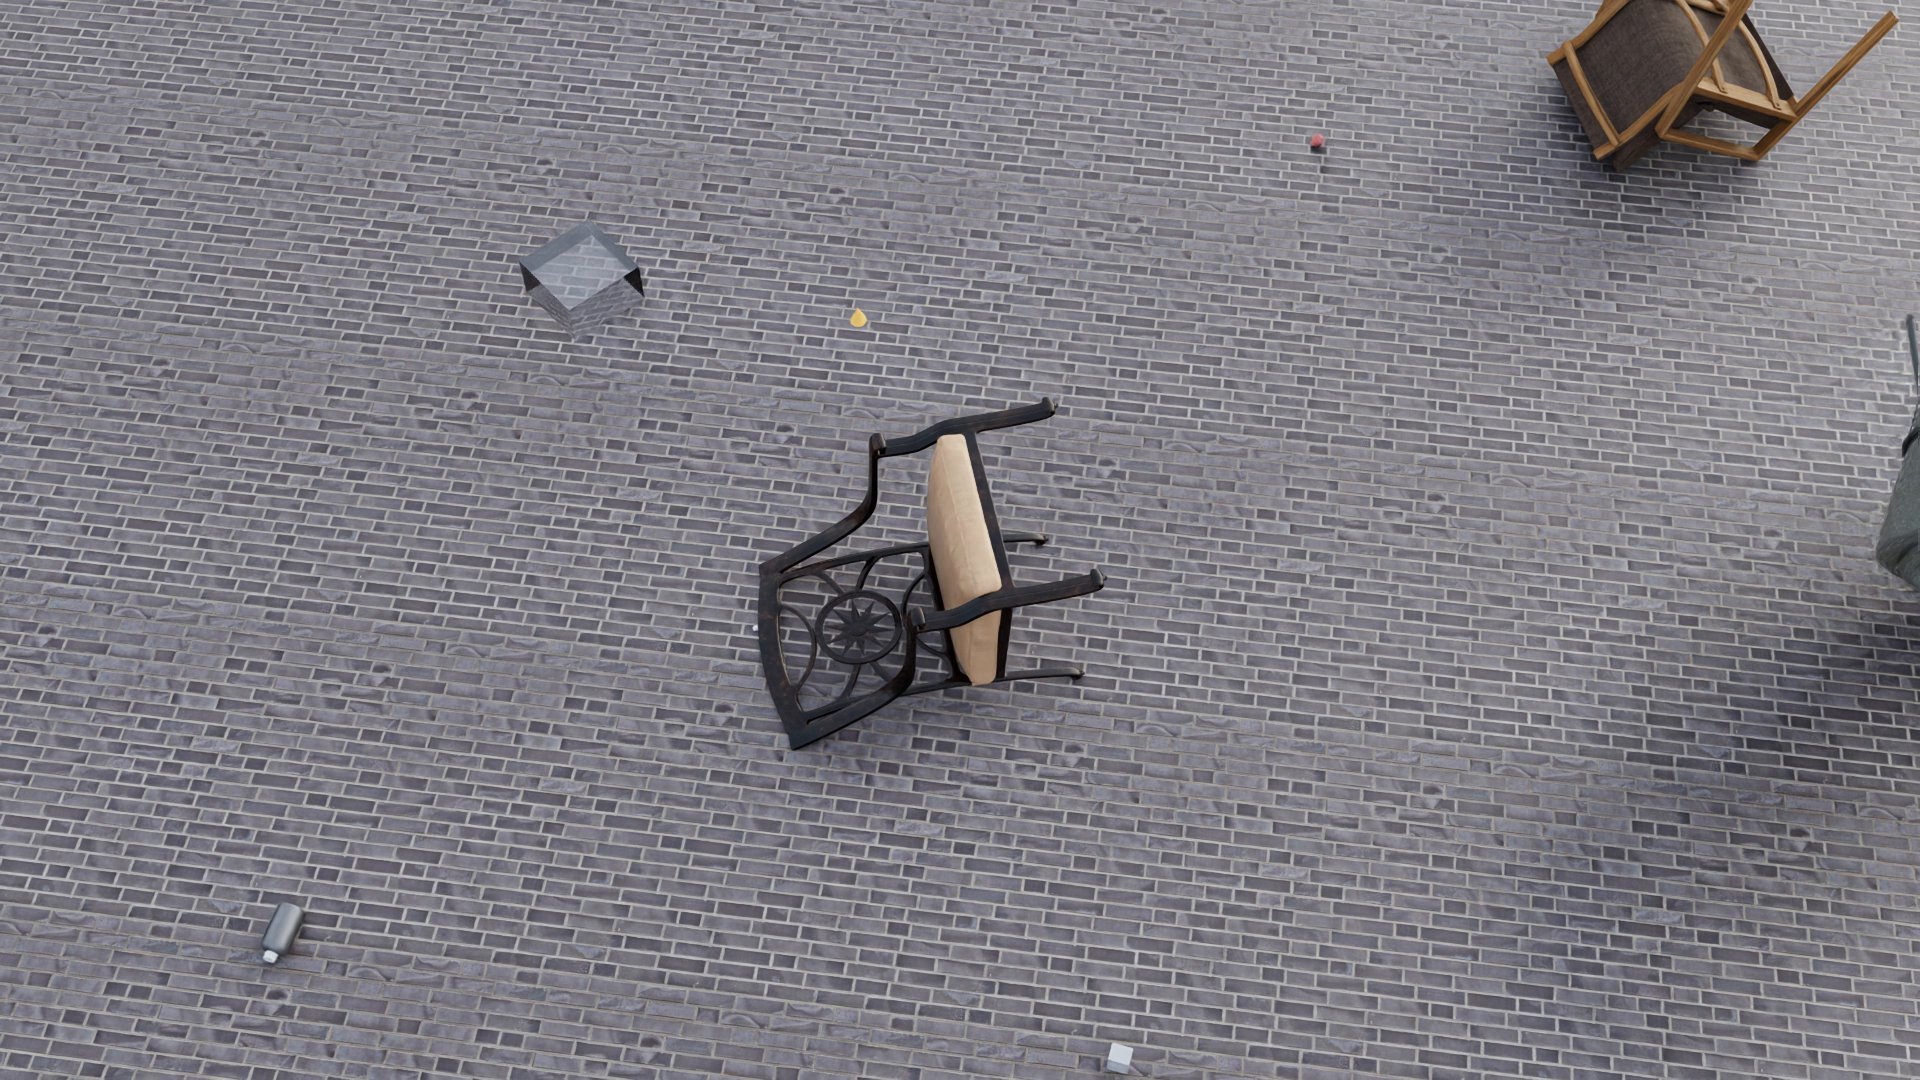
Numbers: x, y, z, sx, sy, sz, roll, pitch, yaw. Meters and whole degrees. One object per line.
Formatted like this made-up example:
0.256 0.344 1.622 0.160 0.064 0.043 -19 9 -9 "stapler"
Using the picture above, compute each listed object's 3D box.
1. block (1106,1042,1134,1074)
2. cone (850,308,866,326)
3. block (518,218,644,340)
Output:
0.410 1.330 5.641 0.054 0.066 0.047 14 57 9 "block"
-0.326 -0.722 7.021 0.051 0.062 0.057 18 58 12 "cone"
-1.209 -0.834 7.040 0.272 0.154 0.271 -36 63 -22 "block"
